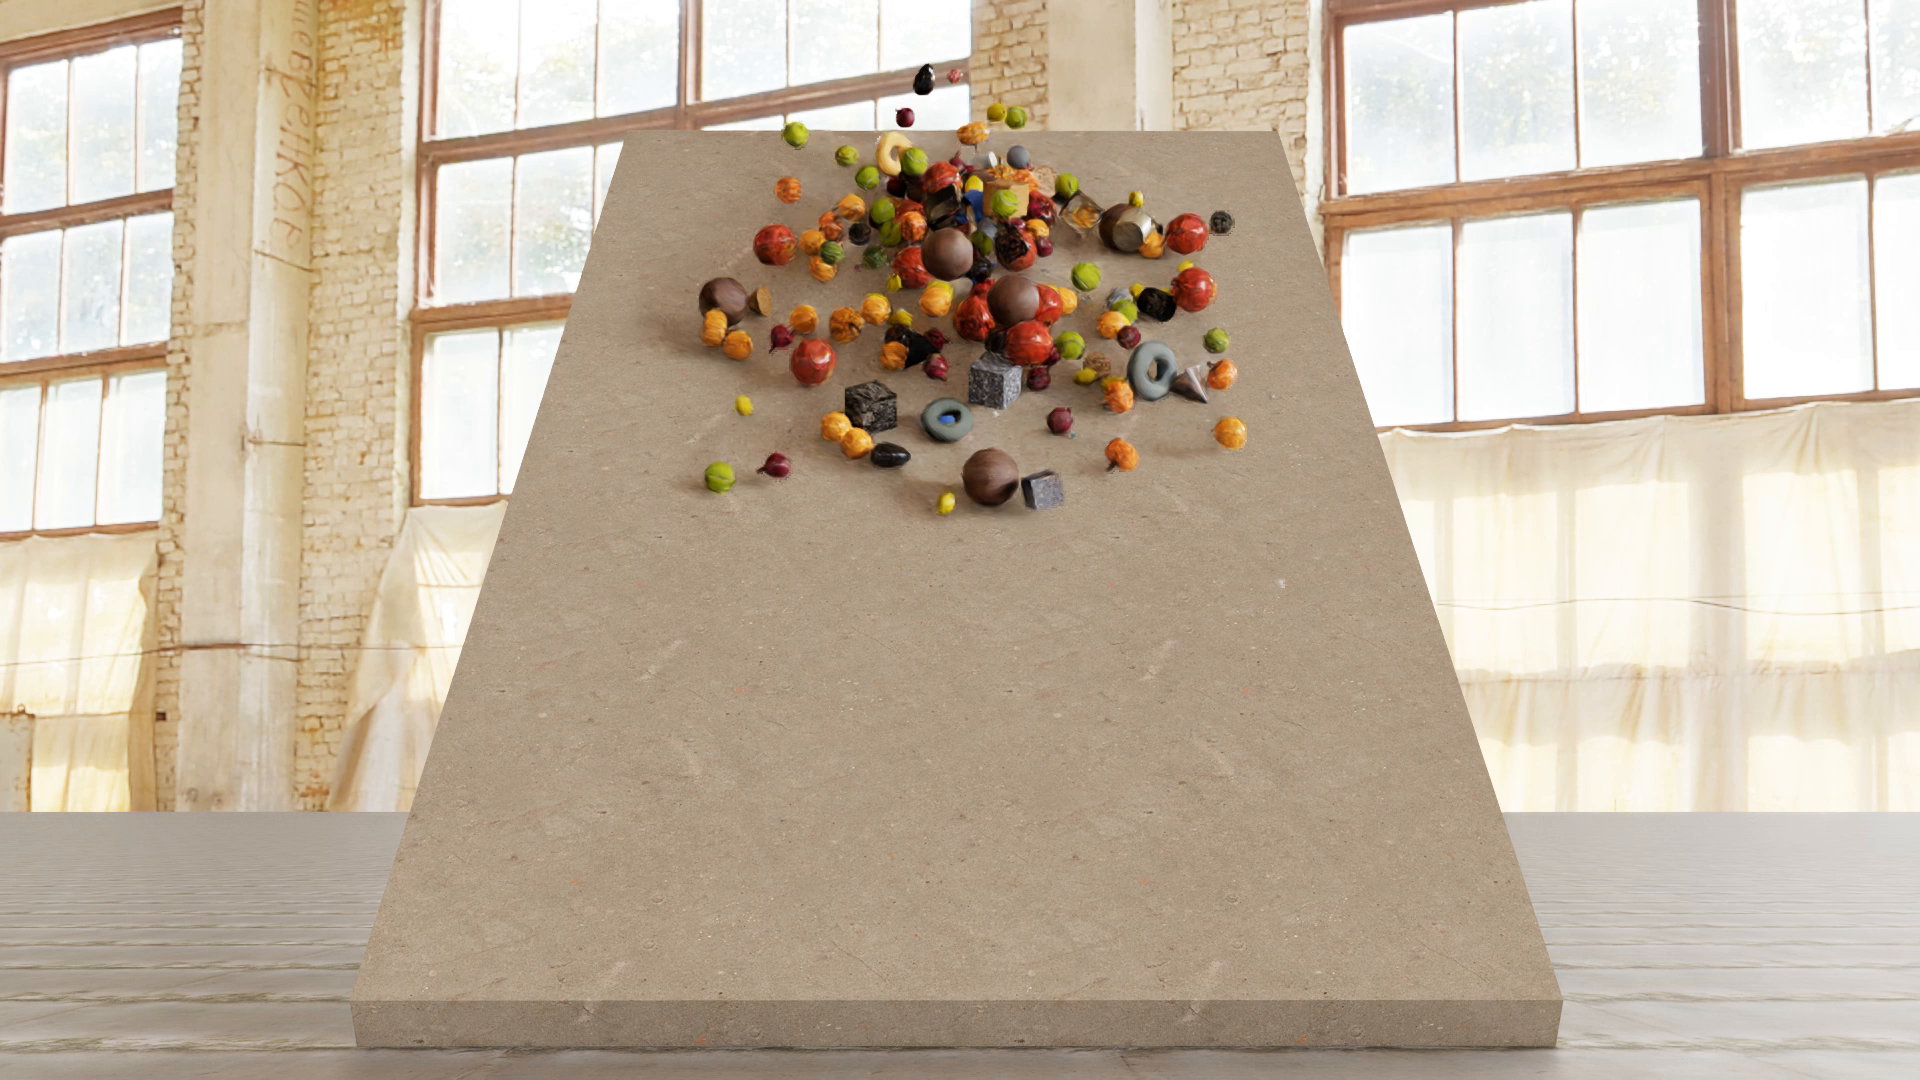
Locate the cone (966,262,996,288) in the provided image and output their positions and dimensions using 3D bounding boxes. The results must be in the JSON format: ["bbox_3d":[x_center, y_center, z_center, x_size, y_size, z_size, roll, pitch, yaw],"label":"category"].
[{"bbox_3d":[0.063,-0.711,6.360,0.071,0.071,0.071,-21,-13,18],"label":"cone"}]

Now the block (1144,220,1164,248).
[{"bbox_3d":[0.524,-0.848,6.687,0.053,0.053,0.053,-18,35,-28],"label":"block"}]

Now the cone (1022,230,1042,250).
[{"bbox_3d":[0.205,-0.829,6.644,0.054,0.054,0.054,-20,4,-28],"label":"cone"}]

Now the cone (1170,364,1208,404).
[{"bbox_3d":[0.574,-0.361,5.866,0.091,0.091,0.091,-34,-21,-15],"label":"cone"}]

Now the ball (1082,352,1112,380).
[{"bbox_3d":[0.337,-0.427,5.950,0.069,0.069,0.069,0,-6,0],"label":"ball"}]

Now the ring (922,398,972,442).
[{"bbox_3d":[-0.031,-0.283,5.698,0.122,0.122,0.041,1,-34,-5],"label":"ring"}]

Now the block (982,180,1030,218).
[{"bbox_3d":[0.124,-0.924,6.551,0.087,0.087,0.087,16,21,34],"label":"block"}]

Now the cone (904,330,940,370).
[{"bbox_3d":[-0.110,-0.452,5.949,0.090,0.090,0.090,39,-3,3],"label":"cone"}]

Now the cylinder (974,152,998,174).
[{"bbox_3d":[0.075,-1.103,7.087,0.053,0.053,0.053,-15,-12,24],"label":"cylinder"}]

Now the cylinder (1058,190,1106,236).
[{"bbox_3d":[0.332,-0.894,6.618,0.091,0.091,0.091,40,-5,4],"label":"cylinder"}]

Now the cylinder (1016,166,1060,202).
[{"bbox_3d":[0.220,-1.014,6.895,0.095,0.095,0.095,3,-1,-23],"label":"cylinder"}]

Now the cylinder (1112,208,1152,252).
[{"bbox_3d":[0.427,-0.770,6.004,0.081,0.081,0.081,-3,30,22],"label":"cylinder"}]

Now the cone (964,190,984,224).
[{"bbox_3d":[0.004,-0.914,6.607,0.096,0.096,0.096,-6,-3,44],"label":"cone"}]

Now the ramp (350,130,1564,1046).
[{"bbox_3d":[-0.013,-0.207,5.739,2.000,0.100,4.000,0,30,0],"label":"ramp"}]

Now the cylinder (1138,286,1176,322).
[{"bbox_3d":[0.510,-0.610,6.260,0.072,0.072,0.072,6,19,-43],"label":"cylinder"}]

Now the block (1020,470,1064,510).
[{"bbox_3d":[0.181,-0.111,5.347,0.066,0.066,0.066,-16,13,-17],"label":"block"}]

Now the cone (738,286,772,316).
[{"bbox_3d":[-0.542,-0.615,6.280,0.079,0.079,0.079,-6,-8,23],"label":"cone"}]

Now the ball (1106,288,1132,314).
[{"bbox_3d":[0.413,-0.620,6.273,0.068,0.068,0.068,0,-6,0],"label":"ball"}]

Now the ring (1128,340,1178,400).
[{"bbox_3d":[0.466,-0.411,5.855,0.149,0.149,0.050,5,4,-39],"label":"ring"}]

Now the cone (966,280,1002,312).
[{"bbox_3d":[0.050,-0.619,6.305,0.087,0.087,0.087,-33,-5,-3],"label":"cone"}]

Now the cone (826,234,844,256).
[{"bbox_3d":[-0.331,-0.806,6.581,0.054,0.054,0.054,29,6,-3],"label":"cone"}]

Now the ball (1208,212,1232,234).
[{"bbox_3d":[0.725,-0.883,6.737,0.064,0.064,0.064,0,-6,0],"label":"ball"}]

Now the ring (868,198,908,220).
[{"bbox_3d":[-0.202,-0.936,6.850,0.114,0.038,0.114,0,29,0],"label":"ring"}]

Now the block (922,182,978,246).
[{"bbox_3d":[-0.028,-0.857,6.370,0.098,0.098,0.098,-26,-42,17],"label":"block"}]

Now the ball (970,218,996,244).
[{"bbox_3d":[0.064,-0.853,6.673,0.074,0.074,0.074,0,-6,0],"label":"ball"}]

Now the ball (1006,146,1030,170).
[{"bbox_3d":[0.167,-1.104,6.984,0.070,0.070,0.070,0,-6,0],"label":"ball"}]

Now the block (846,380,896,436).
[{"bbox_3d":[-0.211,-0.313,5.731,0.089,0.089,0.089,-16,34,-26],"label":"block"}]

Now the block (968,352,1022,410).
[{"bbox_3d":[0.085,-0.384,5.849,0.096,0.096,0.096,15,34,24],"label":"block"}]

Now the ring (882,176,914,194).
[{"bbox_3d":[-0.180,-1.028,7.012,0.097,0.032,0.097,-1,30,0],"label":"ring"}]

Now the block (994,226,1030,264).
[{"bbox_3d":[0.133,-0.766,6.274,0.066,0.066,0.066,-29,16,7],"label":"block"}]
